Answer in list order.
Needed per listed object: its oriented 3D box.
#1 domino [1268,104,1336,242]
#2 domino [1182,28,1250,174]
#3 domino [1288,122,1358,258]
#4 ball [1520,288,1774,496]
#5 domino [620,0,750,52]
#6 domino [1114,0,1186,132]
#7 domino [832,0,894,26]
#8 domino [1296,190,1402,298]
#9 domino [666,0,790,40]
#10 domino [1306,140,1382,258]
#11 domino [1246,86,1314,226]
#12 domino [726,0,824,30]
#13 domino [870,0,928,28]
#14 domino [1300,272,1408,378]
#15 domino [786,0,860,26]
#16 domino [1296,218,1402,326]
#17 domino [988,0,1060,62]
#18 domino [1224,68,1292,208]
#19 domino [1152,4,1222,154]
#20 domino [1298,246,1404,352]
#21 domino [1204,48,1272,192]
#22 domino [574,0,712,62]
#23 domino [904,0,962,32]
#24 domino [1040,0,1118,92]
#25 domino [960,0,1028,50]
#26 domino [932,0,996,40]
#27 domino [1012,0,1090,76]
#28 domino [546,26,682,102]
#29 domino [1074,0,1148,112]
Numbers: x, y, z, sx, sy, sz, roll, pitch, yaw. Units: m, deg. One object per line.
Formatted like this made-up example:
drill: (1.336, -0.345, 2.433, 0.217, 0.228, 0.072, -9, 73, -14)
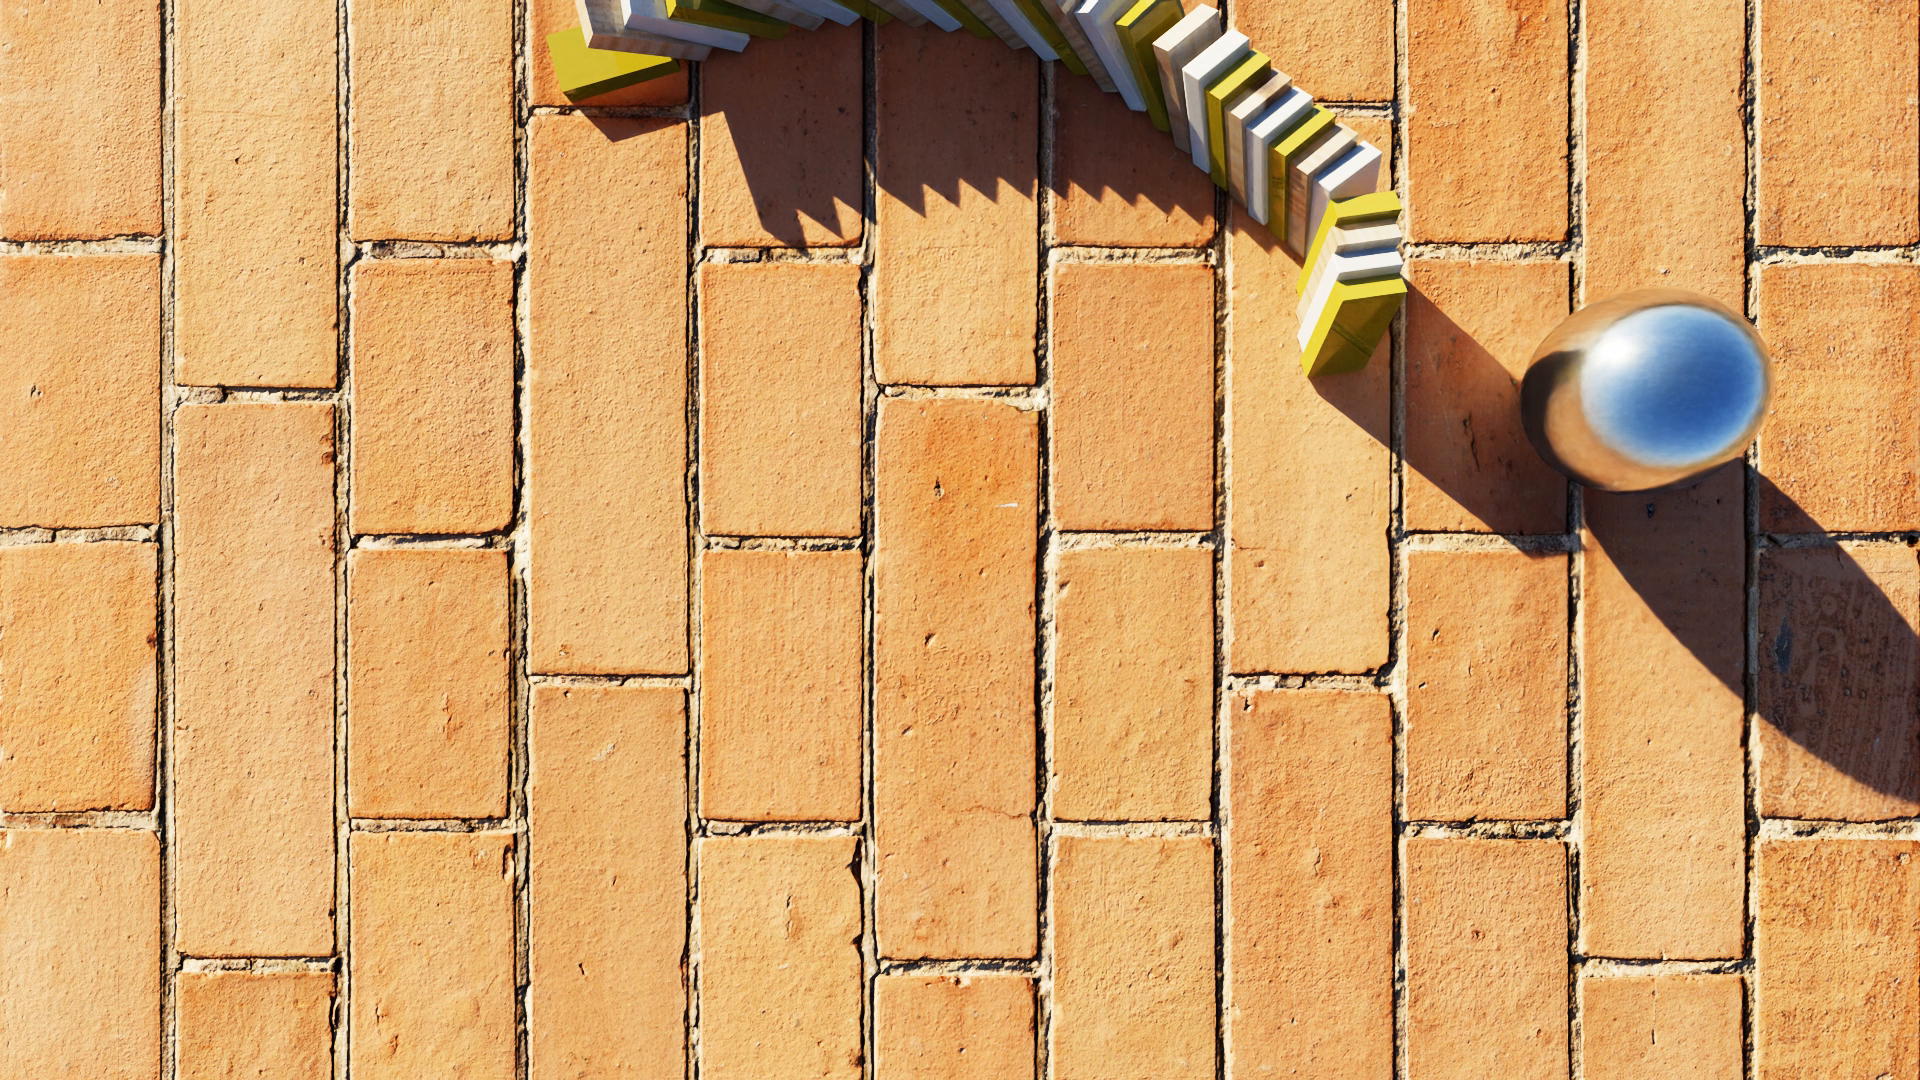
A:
domino: (0.139, -0.149, 0.376, 0.025, 0.050, 0.010, -39, 61, 0)
domino: (0.106, -0.178, 0.376, 0.025, 0.050, 0.009, -39, 61, 0)
domino: (0.148, -0.142, 0.376, 0.025, 0.050, 0.009, -39, 61, 0)
ball: (0.267, -0.057, 0.360, 0.080, 0.080, 0.080, 0, 90, 0)
domino: (-0.115, -0.223, 0.381, 0.050, 0.009, 0.025, -7, 87, -36)
domino: (0.085, -0.199, 0.379, 0.025, 0.009, 0.050, -43, 134, 0)
domino: (-0.049, -0.238, 0.380, 0.050, 0.010, 0.025, 4, 90, -40)
domino: (0.158, -0.119, 0.376, 0.025, 0.050, 0.010, -8, 64, 0)
domino: (-0.098, -0.227, 0.382, 0.050, 0.010, 0.025, -10, 90, -36)
domino: (0.156, -0.135, 0.376, 0.025, 0.050, 0.009, -36, 61, -1)
domino: (0.131, -0.156, 0.376, 0.025, 0.050, 0.010, -39, 61, 0)
domino: (-0.081, -0.233, 0.380, 0.050, 0.009, 0.025, -4, 90, -39)
domino: (-0.033, -0.238, 0.380, 0.050, 0.010, 0.025, 9, 90, -40)
domino: (0.160, -0.087, 0.376, 0.025, 0.050, 0.009, -8, 64, 0)
domino: (-0.065, -0.237, 0.381, 0.050, 0.010, 0.025, 0, 90, -39)
domino: (0.158, -0.108, 0.376, 0.025, 0.050, 0.009, -8, 64, 0)
domino: (0.028, -0.227, 0.380, 0.050, 0.010, 0.025, 25, 90, -41)
domino: (0.123, -0.163, 0.376, 0.025, 0.050, 0.010, -39, 61, 0)
domino: (0.097, -0.188, 0.377, 0.025, 0.050, 0.009, -39, 54, 0)
domino: (0.159, -0.097, 0.376, 0.025, 0.050, 0.009, -8, 64, 0)
domino: (0.115, -0.171, 0.376, 0.025, 0.050, 0.009, -39, 61, 0)
domino: (-0.131, -0.216, 0.380, 0.050, 0.009, 0.025, -14, 89, -36)
domino: (-0.018, -0.237, 0.380, 0.050, 0.010, 0.025, 13, 90, -40)
domino: (0.057, -0.215, 0.380, 0.050, 0.009, 0.025, 34, 90, -41)
domino: (0.013, -0.231, 0.380, 0.050, 0.010, 0.025, 21, 90, -40)
domino: (-0.002, -0.235, 0.380, 0.050, 0.010, 0.025, 17, 90, -40)
domino: (0.042, -0.221, 0.380, 0.050, 0.010, 0.025, 29, 90, -41)
domino: (-0.149, -0.210, 0.395, 0.050, 0.010, 0.025, -16, 90, 0)
domino: (0.070, -0.207, 0.380, 0.025, 0.009, 0.050, -51, 132, 0)
